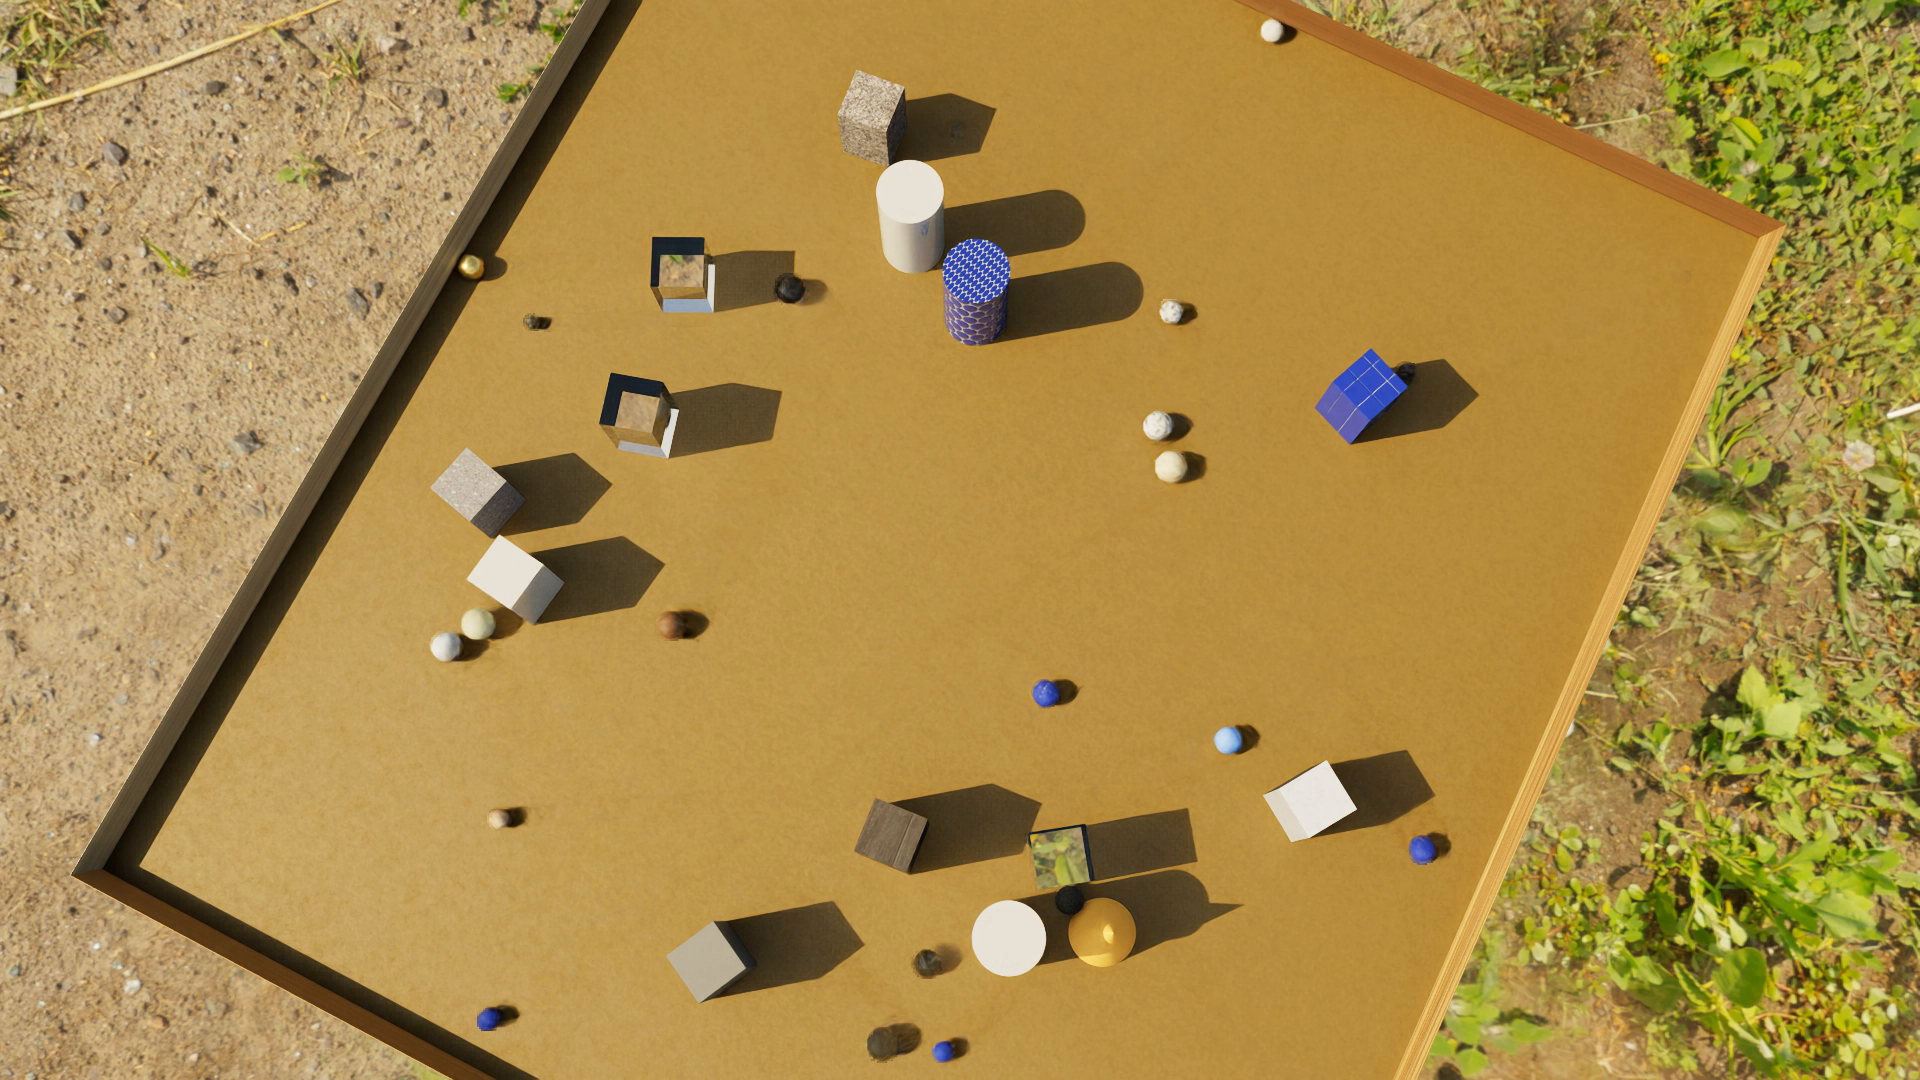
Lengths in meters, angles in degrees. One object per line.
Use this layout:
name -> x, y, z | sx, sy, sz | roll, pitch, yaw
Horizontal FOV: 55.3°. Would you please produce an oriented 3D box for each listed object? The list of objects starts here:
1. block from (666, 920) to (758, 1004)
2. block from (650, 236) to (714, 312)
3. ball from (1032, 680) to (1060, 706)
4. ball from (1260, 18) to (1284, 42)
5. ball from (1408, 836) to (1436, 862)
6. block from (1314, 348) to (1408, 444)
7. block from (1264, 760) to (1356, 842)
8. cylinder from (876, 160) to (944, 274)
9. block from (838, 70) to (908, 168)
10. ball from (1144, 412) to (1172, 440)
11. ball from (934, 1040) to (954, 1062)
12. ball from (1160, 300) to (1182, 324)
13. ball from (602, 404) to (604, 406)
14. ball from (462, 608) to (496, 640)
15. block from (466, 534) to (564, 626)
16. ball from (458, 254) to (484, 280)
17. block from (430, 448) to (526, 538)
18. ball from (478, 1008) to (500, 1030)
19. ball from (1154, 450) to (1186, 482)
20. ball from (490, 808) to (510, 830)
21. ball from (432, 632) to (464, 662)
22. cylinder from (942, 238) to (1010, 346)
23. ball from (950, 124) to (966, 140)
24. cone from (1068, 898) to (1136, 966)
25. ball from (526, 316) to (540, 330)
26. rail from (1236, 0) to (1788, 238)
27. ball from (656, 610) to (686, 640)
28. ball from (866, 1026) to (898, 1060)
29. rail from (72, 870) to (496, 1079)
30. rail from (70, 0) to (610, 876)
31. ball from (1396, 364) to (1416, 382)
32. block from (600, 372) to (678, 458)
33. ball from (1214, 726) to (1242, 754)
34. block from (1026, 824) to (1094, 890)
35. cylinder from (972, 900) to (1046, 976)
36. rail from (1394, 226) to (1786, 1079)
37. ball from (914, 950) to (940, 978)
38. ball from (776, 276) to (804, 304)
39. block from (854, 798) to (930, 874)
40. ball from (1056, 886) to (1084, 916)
block -> -0.703, 1.198, 5.216 | 0.159, 0.298, 0.159 | -36, 81, -7
block -> -0.855, -0.818, 5.663 | 0.159, 0.241, 0.159 | 0, 78, 0
ball -> 0.256, 0.459, 5.480 | 0.081, 0.081, 0.081 | 0, 78, 0
ball -> 1.008, -1.645, 5.920 | 0.073, 0.073, 0.073 | 0, 78, 0
ball -> 1.360, 0.909, 5.388 | 0.079, 0.079, 0.079 | 0, 78, 0
block -> 1.215, -0.433, 5.564 | 0.159, 0.278, 0.159 | -41, 81, -8
block -> 1.011, 0.760, 5.315 | 0.159, 0.284, 0.159 | -30, 80, -6
cylinder -> -0.148, -0.982, 5.602 | 0.199, 0.426, 0.199 | 0, 78, 0
block -> -0.272, -1.318, 5.749 | 0.159, 0.275, 0.159 | 20, 79, 4
ball -> 0.610, -0.351, 5.643 | 0.090, 0.090, 0.090 | 0, 78, 0
ball -> -0.047, 1.473, 5.281 | 0.060, 0.060, 0.060 | 0, 78, 0
ball -> 0.661, -0.711, 5.727 | 0.072, 0.072, 0.072 | 0, 78, 0
ball -> -1.073, -0.415, 5.670 | 0.065, 0.065, 0.065 | 0, 78, 0
ball -> -1.450, 0.252, 5.514 | 0.099, 0.099, 0.099 | 0, 78, 0
block -> -1.316, 0.122, 5.443 | 0.159, 0.292, 0.159 | 33, 80, 6
ball -> -1.534, -0.858, 5.752 | 0.083, 0.083, 0.083 | 0, 78, 0
block -> -1.447, -0.138, 5.516 | 0.159, 0.252, 0.159 | 39, 81, 7
ball -> -1.359, 1.384, 5.298 | 0.063, 0.063, 0.063 | 0, 78, 0
ball -> 0.646, -0.225, 5.613 | 0.098, 0.098, 0.098 | 0, 78, 0
ball -> -1.358, 0.825, 5.416 | 0.059, 0.059, 0.059 | 0, 78, 0
ball -> -1.539, 0.322, 5.503 | 0.091, 0.091, 0.091 | 0, 78, 0
cylinder -> 0.048, -0.746, 5.561 | 0.199, 0.411, 0.199 | 0, 78, 0
ball -> -0.005, -1.306, 5.861 | 0.051, 0.051, 0.051 | 0, 78, 0
cone -> 0.417, 1.110, 5.181 | 0.199, 0.403, 0.199 | 0, 78, 0
ball -> -1.337, -0.680, 5.736 | 0.042, 0.042, 0.042 | 0, 78, 0
rail -> 0.901, -1.758, 5.914 | 3.704, 0.129, 0.045 | 26, 80, 5
ball -> -0.870, 0.257, 5.519 | 0.088, 0.088, 0.088 | 0, 78, 0
ball -> -0.223, 1.448, 5.269 | 0.094, 0.094, 0.094 | 0, 78, 0
rail -> -0.901, 1.771, 5.183 | 3.704, 0.129, 0.045 | 26, 80, 5
rail -> -1.635, -0.794, 5.714 | 0.045, 0.129, 4.076 | 26, 80, 5
ball -> 1.385, -0.518, 5.694 | 0.059, 0.059, 0.059 | 0, 78, 0
block -> -0.967, -0.373, 5.538 | 0.159, 0.305, 0.159 | 10, 78, 2
ball -> 0.798, 0.597, 5.451 | 0.083, 0.083, 0.083 | 0, 78, 0
block -> 0.285, 0.915, 5.268 | 0.159, 0.311, 0.159 | -9, 78, -2
cylinder -> 0.131, 1.115, 5.141 | 0.199, 0.479, 0.199 | 0, 78, 0
rail -> 1.635, 0.808, 5.382 | 0.045, 0.129, 4.076 | 26, 80, 5
ball -> -0.095, 1.229, 5.321 | 0.080, 0.080, 0.080 | 0, 78, 0
ball -> -0.530, -0.782, 5.733 | 0.090, 0.090, 0.090 | 0, 78, 0
block -> -0.194, 0.856, 5.277 | 0.159, 0.318, 0.159 | 21, 79, 4
ball -> 0.321, 1.053, 5.355 | 0.085, 0.085, 0.085 | 0, 78, 0
